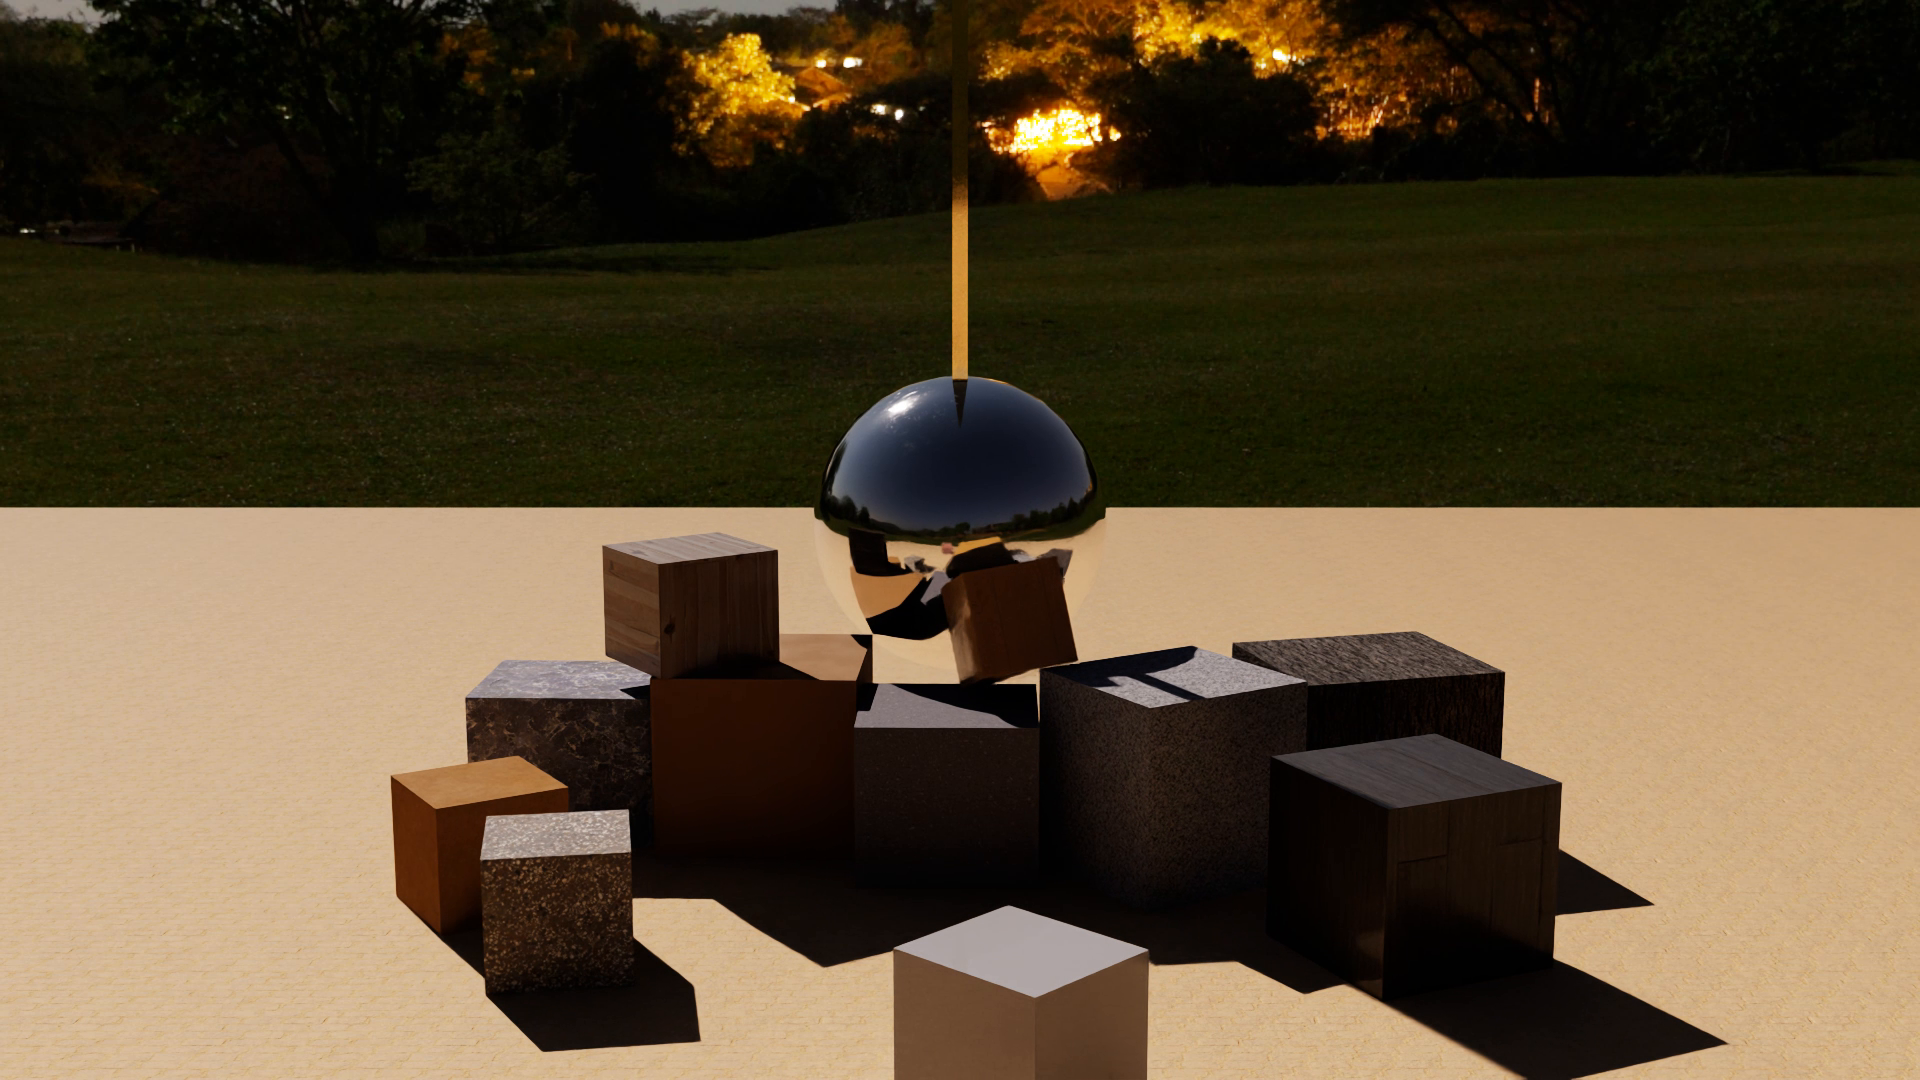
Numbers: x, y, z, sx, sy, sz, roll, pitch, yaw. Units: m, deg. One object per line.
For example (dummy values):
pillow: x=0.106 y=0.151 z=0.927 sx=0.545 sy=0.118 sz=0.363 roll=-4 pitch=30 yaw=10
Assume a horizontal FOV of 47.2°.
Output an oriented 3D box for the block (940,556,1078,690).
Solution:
block: x=0.239 y=0.415 z=10.881 sx=0.483 sy=0.521 sz=0.488 roll=-10 pitch=-8 yaw=-14

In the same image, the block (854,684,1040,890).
block: x=-0.056 y=1.193 z=10.795 sx=0.870 sy=0.791 sz=0.852 roll=0 pitch=10 yaw=1

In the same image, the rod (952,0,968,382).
rod: x=0.000 y=-3.331 z=10.920 sx=0.080 sy=5.200 sz=0.080 roll=0 pitch=18 yaw=0

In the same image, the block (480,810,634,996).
block: x=-1.719 y=1.543 z=9.433 sx=0.615 sy=0.589 sz=0.602 roll=-2 pitch=10 yaw=-9

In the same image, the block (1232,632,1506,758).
block: x=2.072 y=1.041 z=11.330 sx=1.062 sy=0.899 sz=0.962 roll=-3 pitch=11 yaw=-15

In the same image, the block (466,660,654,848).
block: x=-1.972 y=1.095 z=11.387 sx=0.954 sy=0.772 sz=0.801 roll=0 pitch=10 yaw=2

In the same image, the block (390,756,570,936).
block: x=-2.222 y=1.403 z=10.201 sx=0.625 sy=0.590 sz=0.622 roll=-6 pitch=12 yaw=-32

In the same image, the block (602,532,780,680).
block: x=-1.359 y=0.319 z=11.099 sx=0.667 sy=0.573 sz=0.615 roll=-7 pitch=12 yaw=-34

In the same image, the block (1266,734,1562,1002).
block: x=1.960 y=1.397 z=9.579 sx=0.893 sy=0.825 sz=0.868 roll=-5 pitch=11 yaw=-25

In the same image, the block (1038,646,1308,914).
block: x=1.017 y=1.128 z=10.624 sx=0.933 sy=0.979 sz=0.886 roll=-6 pitch=12 yaw=-32

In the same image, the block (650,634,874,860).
block: x=-0.990 y=1.039 z=11.300 sx=1.010 sy=0.914 sz=1.015 roll=0 pitch=10 yaw=2

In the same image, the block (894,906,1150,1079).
block: x=0.220 y=1.785 z=7.970 sx=0.682 sy=0.637 sz=0.619 roll=10 pitch=14 yaw=42

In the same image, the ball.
ball: x=0.000 y=-0.094 z=11.960 sx=1.600 sy=1.600 sz=1.600 roll=0 pitch=10 yaw=0
